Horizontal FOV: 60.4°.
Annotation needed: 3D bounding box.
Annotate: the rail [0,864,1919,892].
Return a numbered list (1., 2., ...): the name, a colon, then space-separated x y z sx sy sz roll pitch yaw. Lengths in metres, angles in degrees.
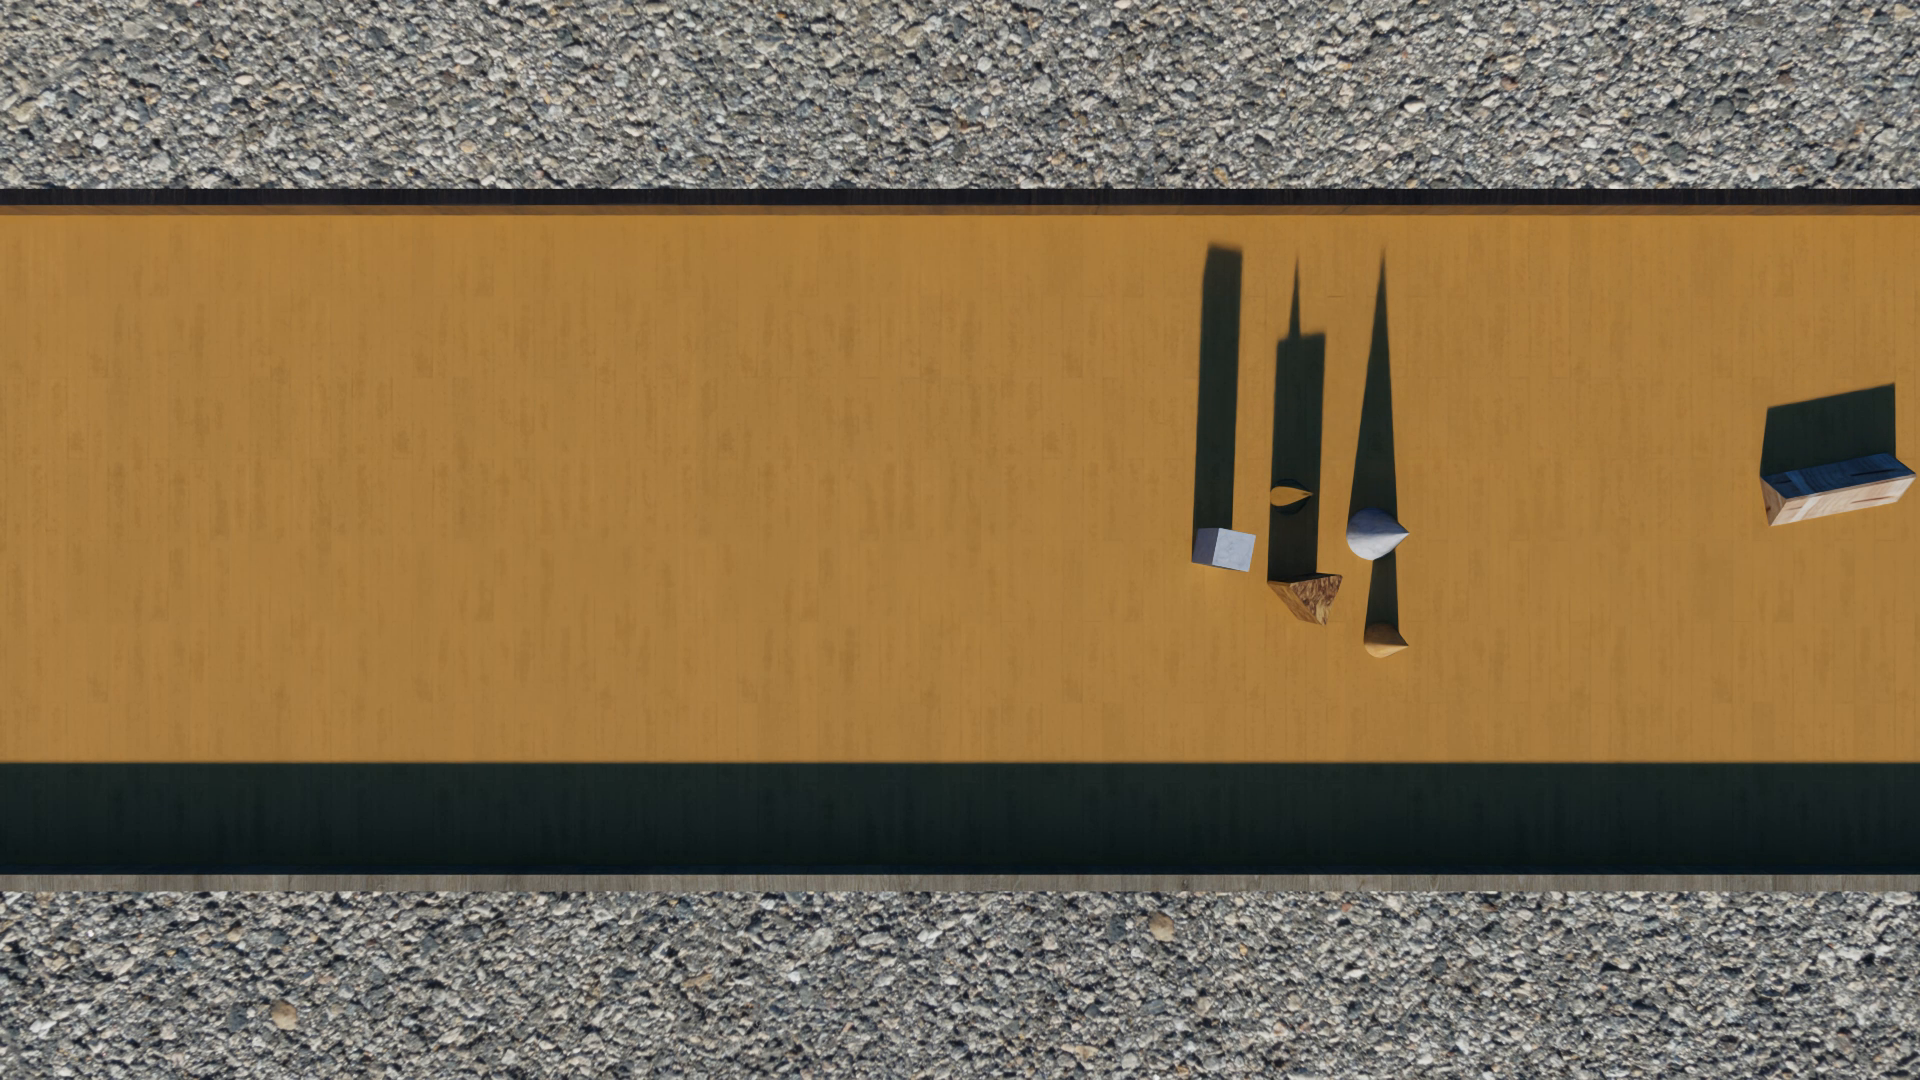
1. rail: -2.247 1.025 5.001 12.000 0.150 0.050 0 90 0

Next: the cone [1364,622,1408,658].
1. cone: 1.297 0.307 4.918 0.111 0.317 0.111 0 90 0

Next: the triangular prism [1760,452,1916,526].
1. triangular prism: 2.671 -0.156 5.007 0.399 0.132 0.153 -11 90 0

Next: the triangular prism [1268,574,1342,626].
1. triangular prism: 1.045 0.145 4.901 0.131 0.350 0.152 -40 90 0

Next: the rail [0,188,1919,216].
1. rail: -2.247 -1.025 5.002 12.000 0.150 0.050 0 90 0

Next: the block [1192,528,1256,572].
1. block: 0.774 0.028 4.869 0.106 0.415 0.106 11 90 0

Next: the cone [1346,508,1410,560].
1. cone: 1.269 -0.019 4.864 0.161 0.425 0.161 0 90 0

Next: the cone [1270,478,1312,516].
1. cone: 1.010 -0.133 4.896 0.113 0.361 0.113 0 90 0
